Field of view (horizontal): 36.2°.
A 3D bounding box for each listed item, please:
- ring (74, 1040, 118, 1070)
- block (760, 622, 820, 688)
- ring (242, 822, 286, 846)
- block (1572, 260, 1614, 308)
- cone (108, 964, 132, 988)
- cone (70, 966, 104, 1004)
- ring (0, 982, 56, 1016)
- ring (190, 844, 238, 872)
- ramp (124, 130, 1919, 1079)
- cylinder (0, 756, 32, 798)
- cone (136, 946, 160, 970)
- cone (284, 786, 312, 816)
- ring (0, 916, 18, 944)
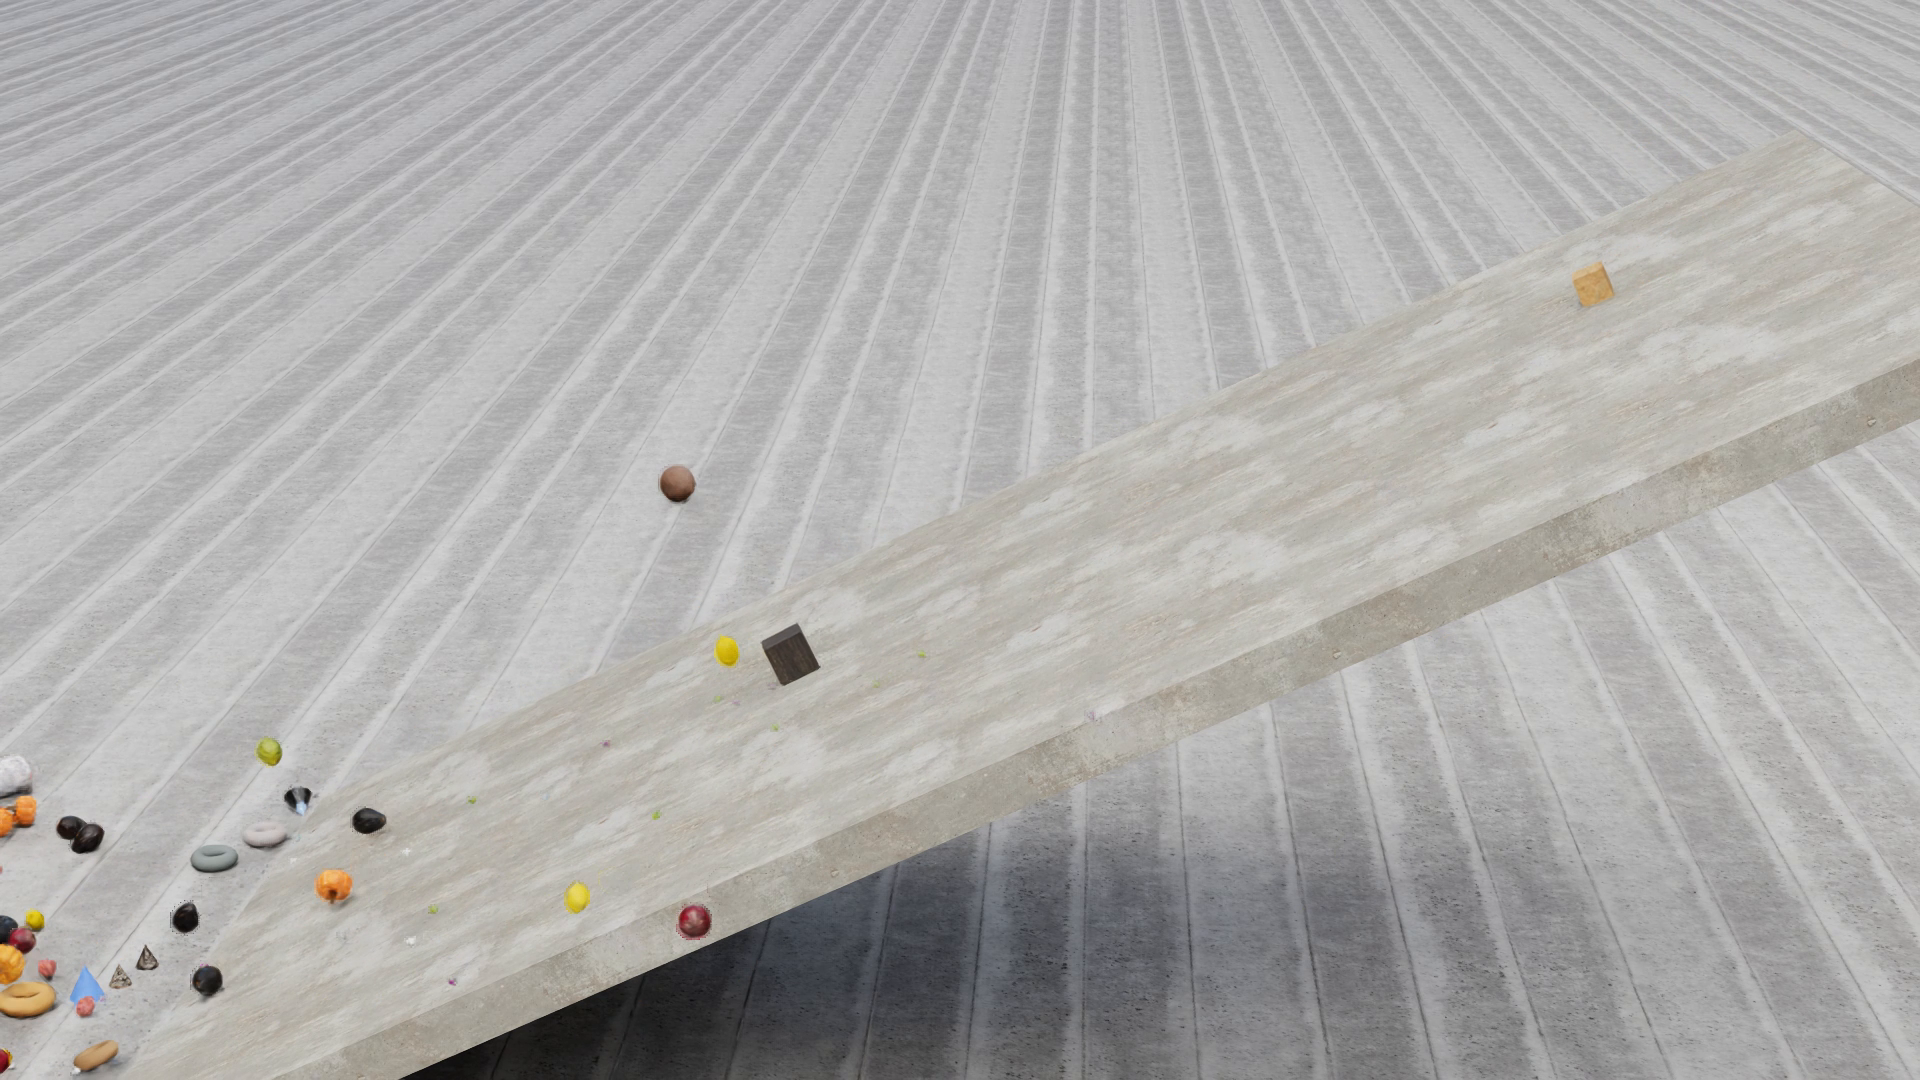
[{"bbox_3d":[-1.838,1.097,6.263,0.098,0.033,0.098,-23,7,3],"label":"ring"},{"bbox_3d":[-0.376,0.254,6.508,0.093,0.093,0.093,-27,13,-3],"label":"block"},{"bbox_3d":[-1.772,0.750,7.497,0.112,0.037,0.112,-2,12,0],"label":"ring"},{"bbox_3d":[1.360,-0.549,6.323,0.067,0.067,0.067,-22,14,19],"label":"block"},{"bbox_3d":[-1.906,0.983,6.668,0.051,0.051,0.051,0,16,0],"label":"cone"},{"bbox_3d":[-1.962,0.989,6.601,0.077,0.077,0.077,0,16,0],"label":"cone"},{"bbox_3d":[-2.078,1.023,6.550,0.125,0.042,0.125,0,17,0],"label":"ring"},{"bbox_3d":[-1.863,0.795,7.349,0.115,0.038,0.115,1,17,0],"label":"ring"},{"bbox_3d":[0.137,0.168,6.282,4.000,0.100,2.000,-24,13,9],"label":"ramp"},{"bbox_3d":[-2.536,0.631,7.816,0.094,0.094,0.094,13,21,39],"label":"cylinder"},{"bbox_3d":[-1.871,0.954,6.764,0.053,0.053,0.053,0,16,0],"label":"cone"},{"bbox_3d":[-1.725,0.697,7.697,0.072,0.072,0.072,-7,44,-24],"label":"cone"},{"bbox_3d":[-2.278,0.919,6.908,0.131,0.044,0.131,0,15,0],"label":"ring"}]
